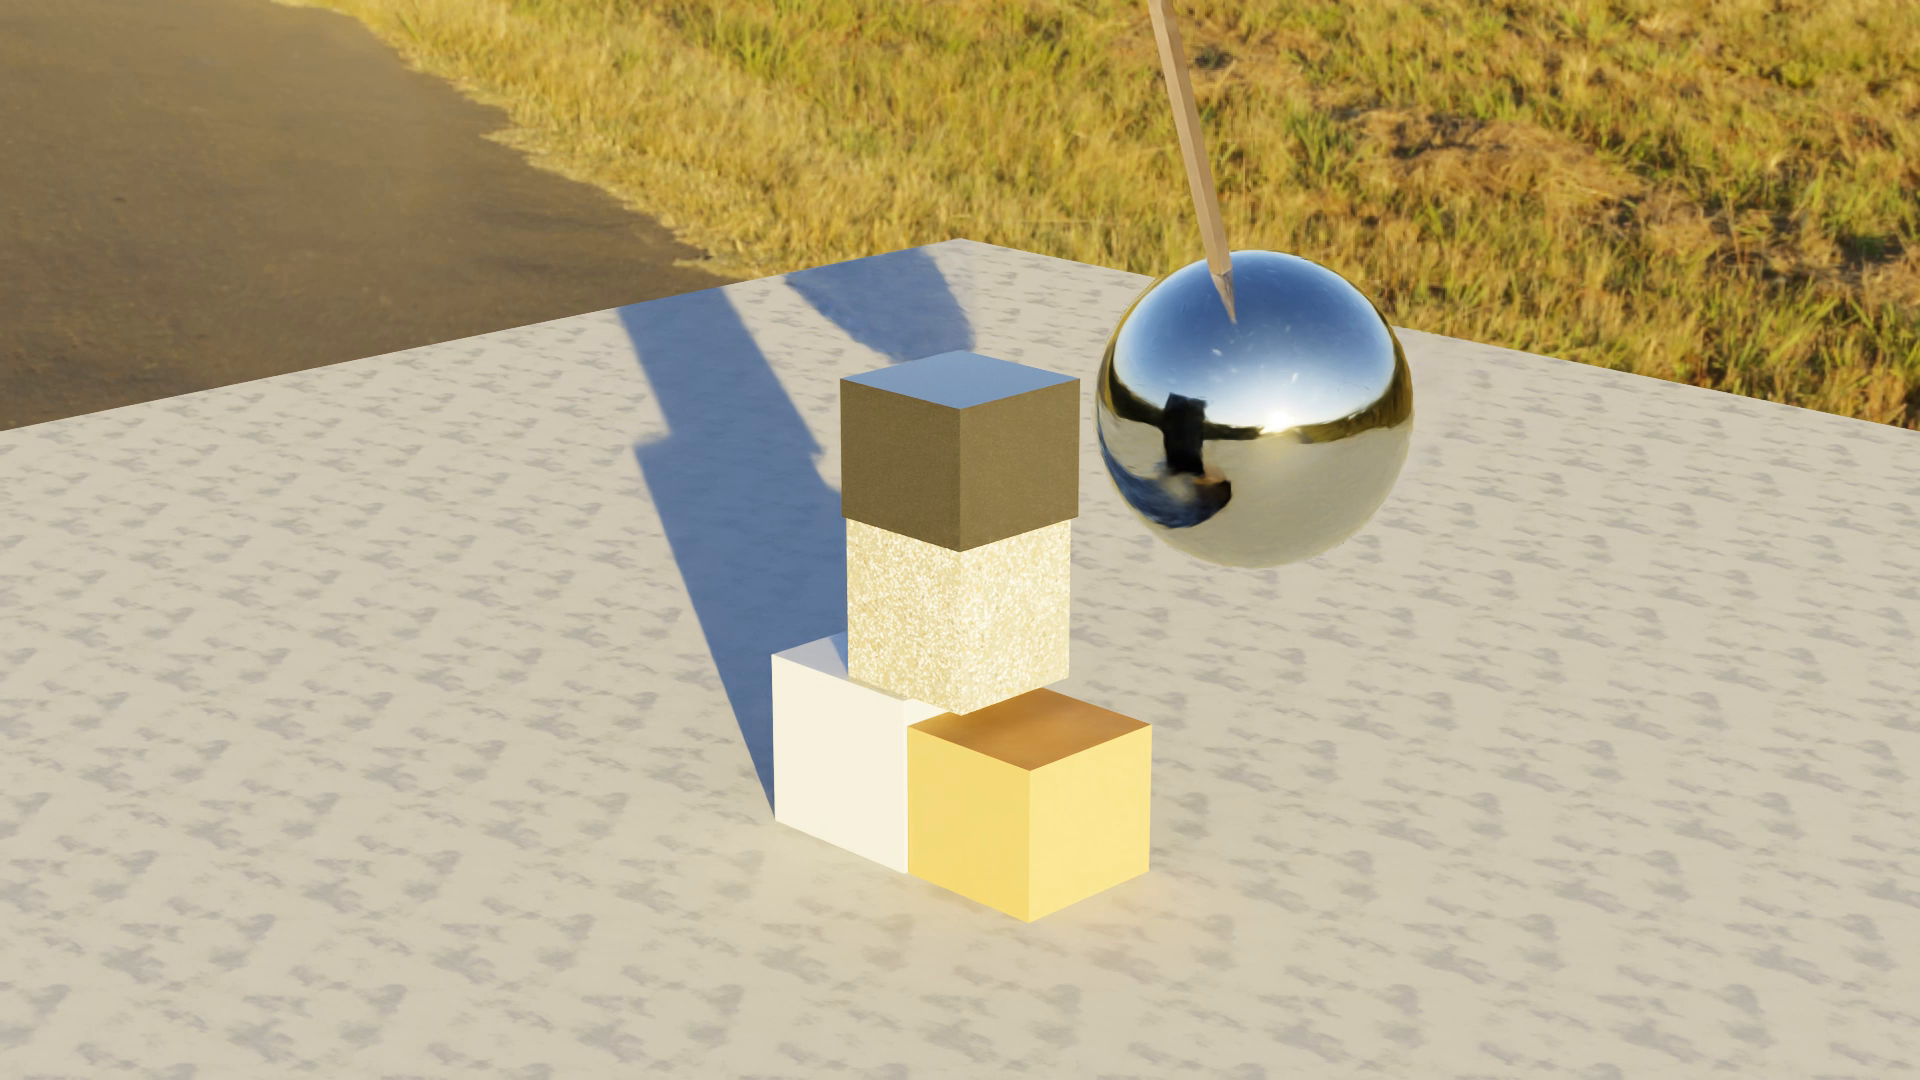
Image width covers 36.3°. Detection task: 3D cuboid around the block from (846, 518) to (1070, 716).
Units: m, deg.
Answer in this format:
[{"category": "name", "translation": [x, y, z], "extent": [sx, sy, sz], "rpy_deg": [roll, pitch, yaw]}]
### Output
[{"category": "block", "translation": [-0.007, 0.263, 13.417], "extent": [0.701, 0.767, 0.735], "rpy_deg": [-17, 24, -42]}]

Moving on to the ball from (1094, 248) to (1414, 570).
[{"category": "ball", "translation": [1.467, -0.654, 14.674], "extent": [1.600, 1.600, 1.600], "rpy_deg": [0, 17, 0]}]

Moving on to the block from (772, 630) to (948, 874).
[{"category": "block", "translation": [-0.279, 0.948, 13.921], "extent": [0.828, 0.843, 0.890], "rpy_deg": [-17, 24, -42]}]

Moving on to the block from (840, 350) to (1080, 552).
[{"category": "block", "translation": [0.000, -0.414, 13.212], "extent": [0.760, 0.647, 0.759], "rpy_deg": [-17, 24, -42]}]

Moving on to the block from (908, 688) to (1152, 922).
[{"category": "block", "translation": [0.316, 1.183, 13.378], "extent": [0.799, 0.721, 0.764], "rpy_deg": [-17, 24, -42]}]

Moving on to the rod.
[{"category": "rod", "translation": [0.636, -3.448, 12.924], "extent": [0.080, 5.200, 0.080], "rpy_deg": [17, 44, 42]}]
